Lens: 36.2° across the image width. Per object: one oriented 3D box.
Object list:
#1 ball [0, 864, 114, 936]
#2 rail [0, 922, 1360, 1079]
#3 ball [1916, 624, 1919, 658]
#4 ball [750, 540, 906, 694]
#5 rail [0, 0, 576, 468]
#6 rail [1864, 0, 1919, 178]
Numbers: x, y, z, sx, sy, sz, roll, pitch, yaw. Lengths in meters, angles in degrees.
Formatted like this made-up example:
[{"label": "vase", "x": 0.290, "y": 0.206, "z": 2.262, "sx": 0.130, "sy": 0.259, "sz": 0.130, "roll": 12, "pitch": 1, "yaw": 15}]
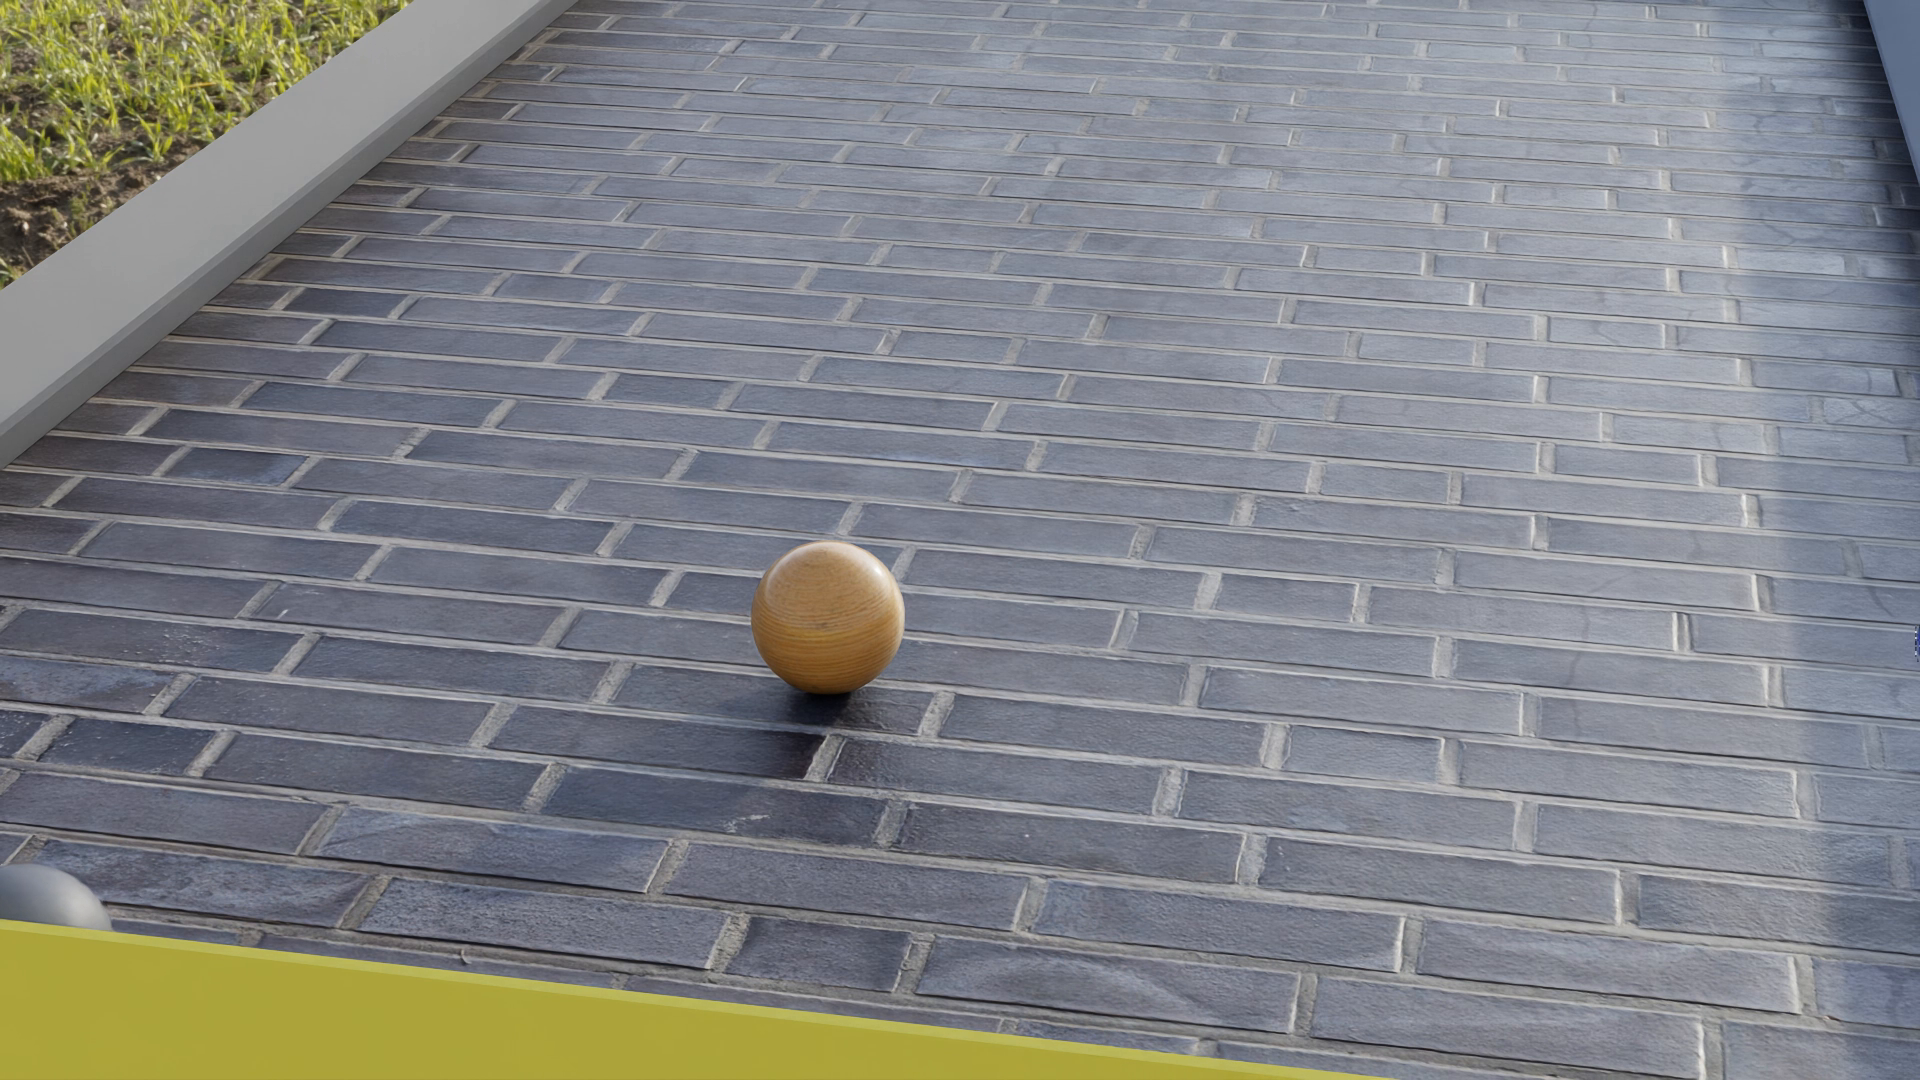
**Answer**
[{"label": "ball", "x": -0.464, "y": 0.205, "z": 1.455, "sx": 0.089, "sy": 0.089, "sz": 0.089, "roll": 0, "pitch": 25, "yaw": 0}, {"label": "rail", "x": -0.125, "y": 0.246, "z": 1.327, "sx": 1.431, "sy": 0.122, "sz": 0.045, "roll": 5, "pitch": 26, "yaw": 10}, {"label": "ball", "x": 0.619, "y": 0.061, "z": 1.774, "sx": 0.079, "sy": 0.079, "sz": 0.079, "roll": 0, "pitch": 25, "yaw": 0}, {"label": "ball", "x": -0.080, "y": 0.047, "z": 1.786, "sx": 0.094, "sy": 0.094, "sz": 0.094, "roll": 0, "pitch": 25, "yaw": 0}, {"label": "rail", "x": -0.549, "y": -0.352, "z": 2.603, "sx": 0.045, "sy": 0.122, "sz": 2.645, "roll": 5, "pitch": 26, "yaw": 10}, {"label": "rail", "x": 0.808, "y": -0.237, "z": 2.357, "sx": 0.045, "sy": 0.122, "sz": 2.645, "roll": 5, "pitch": 26, "yaw": 10}]
